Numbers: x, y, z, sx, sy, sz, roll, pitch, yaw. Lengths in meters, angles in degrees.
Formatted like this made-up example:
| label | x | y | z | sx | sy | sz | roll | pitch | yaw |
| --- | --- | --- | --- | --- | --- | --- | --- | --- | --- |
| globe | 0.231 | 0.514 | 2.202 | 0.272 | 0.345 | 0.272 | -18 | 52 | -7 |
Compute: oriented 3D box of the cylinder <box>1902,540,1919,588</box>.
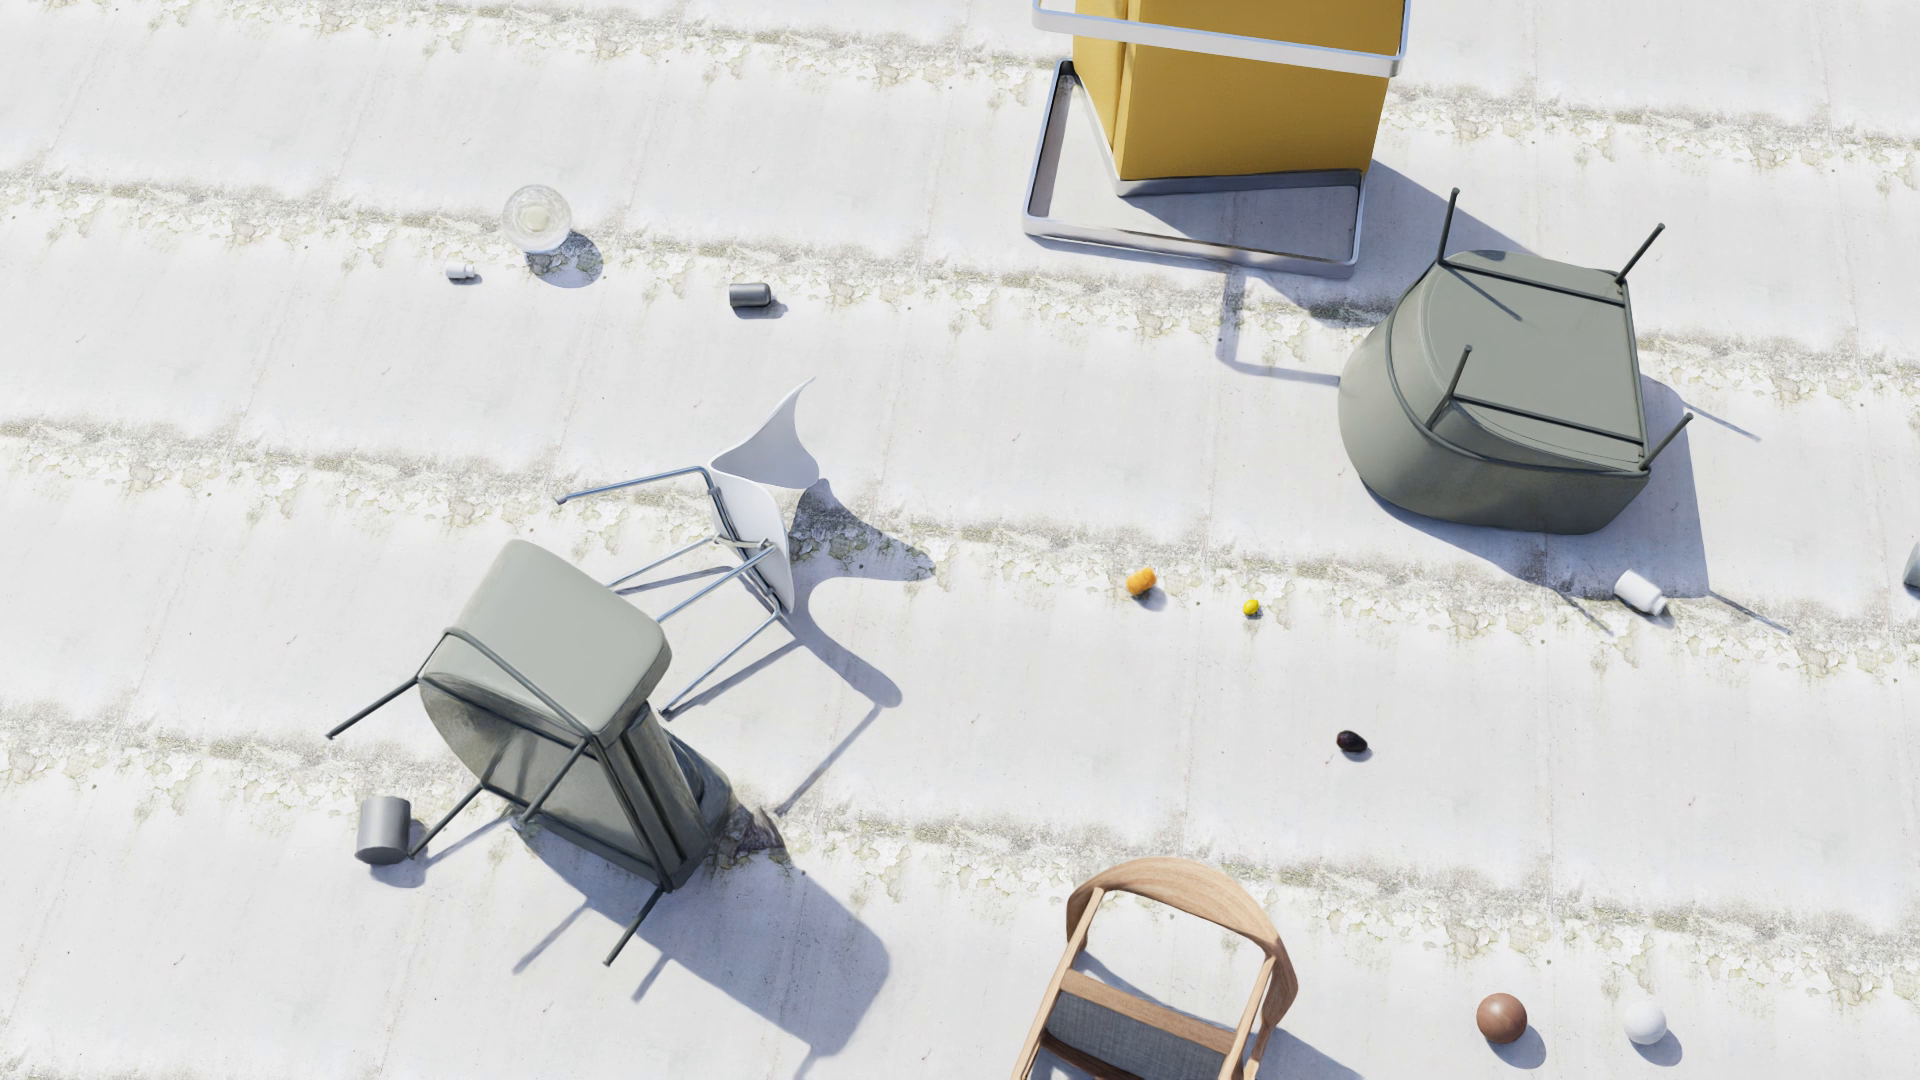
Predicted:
| label | x | y | z | sx | sy | sz | roll | pitch | yaw |
| --- | --- | --- | --- | --- | --- | --- | --- | --- | --- |
| cylinder | 2.871 | 0.090 | 6.437 | 0.172 | 0.134 | 0.113 | 21 | 26 | 13 |

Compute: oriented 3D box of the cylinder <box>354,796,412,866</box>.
| label | x | y | z | sx | sy | sz | roll | pitch | yaw |
| --- | --- | --- | --- | --- | --- | --- | --- | --- | --- |
| cylinder | -1.567 | 0.790 | 5.976 | 0.137 | 0.114 | 0.152 | -4 | 56 | 2 |

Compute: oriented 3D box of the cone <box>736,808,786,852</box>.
| label | x | y | z | sx | sy | sz | roll | pitch | yaw |
| --- | --- | --- | --- | --- | --- | --- | --- | --- | --- |
| cone | -0.564 | 0.818 | 6.001 | 0.127 | 0.081 | 0.135 | -35 | 67 | -1 |

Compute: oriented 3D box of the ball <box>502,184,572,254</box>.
| label | x | y | z | sx | sy | sz | roll | pitch | yaw |
| --- | --- | --- | --- | --- | --- | --- | --- | --- | --- |
| ball | -1.372 | -1.042 | 7.138 | 0.224 | 0.224 | 0.224 | 0 | 56 | 0 |

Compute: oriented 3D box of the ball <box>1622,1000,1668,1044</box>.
| label | x | y | z | sx | sy | sz | roll | pitch | yaw |
| --- | --- | --- | --- | --- | --- | --- | --- | --- | --- |
| ball | 1.765 | 1.245 | 5.671 | 0.112 | 0.112 | 0.112 | 0 | 56 | 0 |
